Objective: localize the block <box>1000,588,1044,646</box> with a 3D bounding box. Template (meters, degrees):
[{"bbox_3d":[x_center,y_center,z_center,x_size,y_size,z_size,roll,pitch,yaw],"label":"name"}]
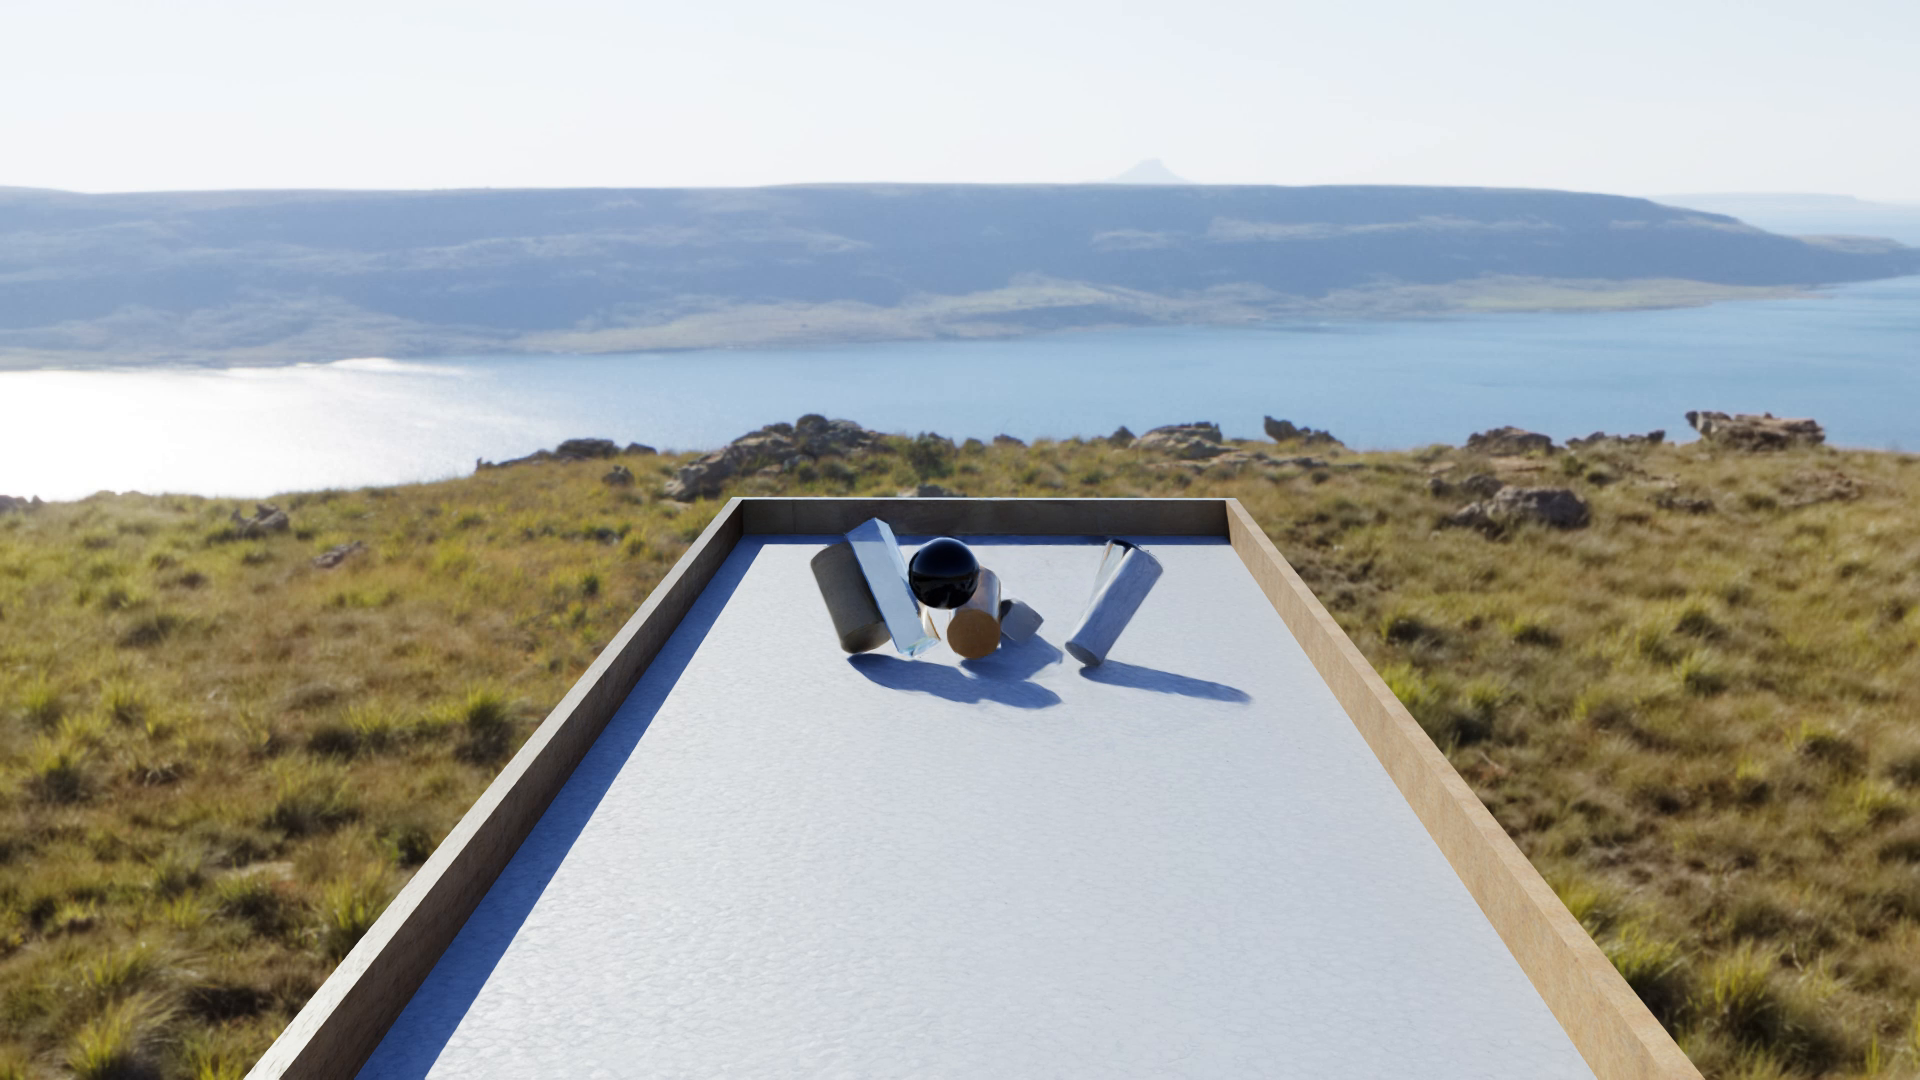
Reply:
[{"bbox_3d":[0.138,0.225,7.098,0.109,0.109,0.452,41,-2,-16],"label":"block"}]

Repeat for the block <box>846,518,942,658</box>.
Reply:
[{"bbox_3d":[-0.205,0.145,6.737,0.106,0.424,0.106,-31,-23,14],"label":"block"}]

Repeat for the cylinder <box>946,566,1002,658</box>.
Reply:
[{"bbox_3d":[0.046,0.222,6.837,0.165,0.165,0.332,0,23,2],"label":"cylinder"}]

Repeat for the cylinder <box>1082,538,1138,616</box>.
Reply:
[{"bbox_3d":[0.448,0.177,6.757,0.102,0.353,0.102,19,-15,5],"label":"cylinder"}]

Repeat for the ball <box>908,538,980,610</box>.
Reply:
[{"bbox_3d":[-0.049,0.103,6.686,0.220,0.220,0.220,0,9,0],"label":"ball"}]

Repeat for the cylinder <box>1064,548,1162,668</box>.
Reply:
[{"bbox_3d":[0.464,0.204,6.628,0.124,0.124,0.365,11,58,49],"label":"cylinder"}]

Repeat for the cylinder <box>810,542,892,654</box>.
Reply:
[{"bbox_3d":[-0.333,0.178,6.803,0.174,0.302,0.174,-18,-28,-10],"label":"cylinder"}]

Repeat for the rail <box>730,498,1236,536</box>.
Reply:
[{"bbox_3d":[0.099,-0.098,9.147,2.100,0.150,0.050,0,9,1],"label":"rail"}]

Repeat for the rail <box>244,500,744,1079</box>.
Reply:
[{"bbox_3d":[-1.004,0.839,3.234,0.050,0.150,12.000,0,9,1],"label":"rail"}]

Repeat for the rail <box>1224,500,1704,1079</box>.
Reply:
[{"bbox_3d":[1.046,0.843,3.208,0.050,0.150,12.000,0,9,1],"label":"rail"}]
